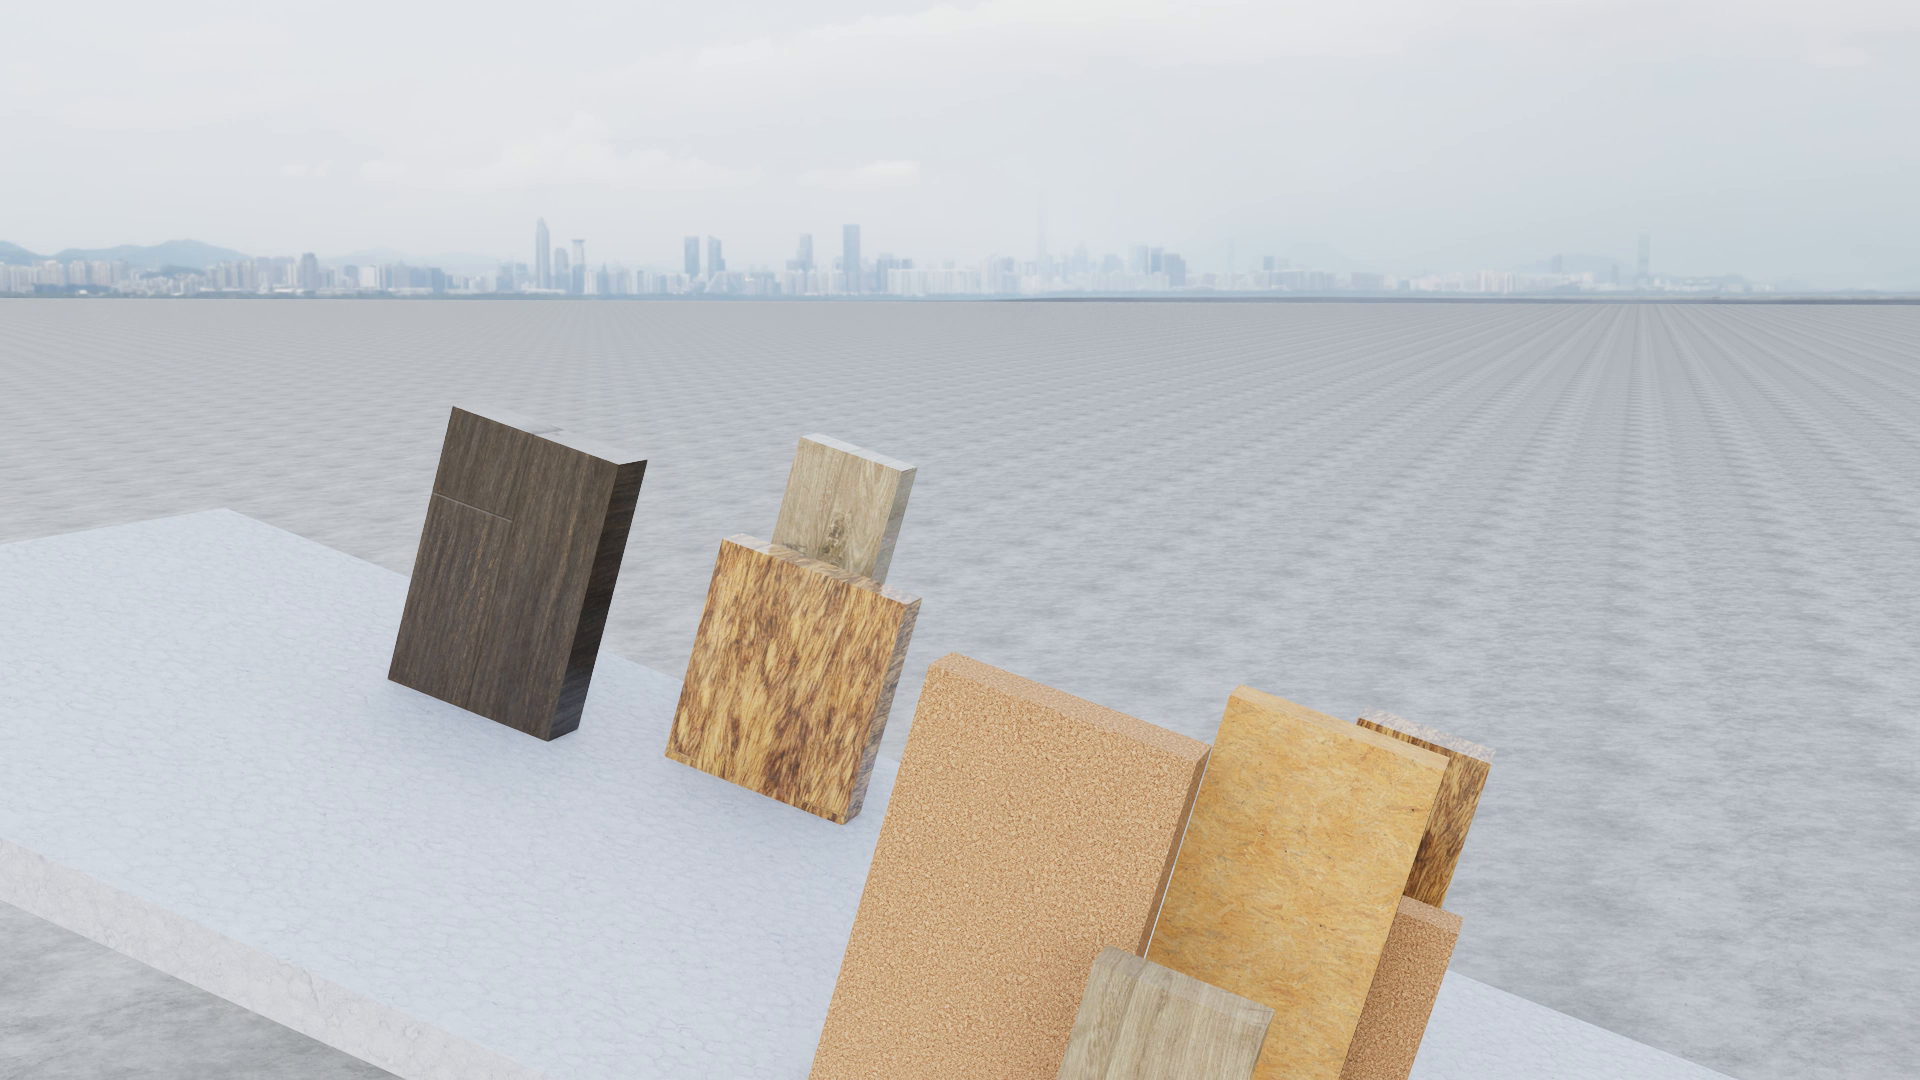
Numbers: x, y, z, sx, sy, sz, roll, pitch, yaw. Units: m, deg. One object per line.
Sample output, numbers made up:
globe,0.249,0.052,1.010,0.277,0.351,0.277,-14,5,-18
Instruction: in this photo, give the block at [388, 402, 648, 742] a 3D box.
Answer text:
block,-0.950,0.065,4.707,0.399,0.619,0.140,19,12,14

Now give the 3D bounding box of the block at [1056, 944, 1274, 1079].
block,0.251,0.837,3.111,0.251,0.456,0.087,19,12,14

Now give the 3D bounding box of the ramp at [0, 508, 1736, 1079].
ramp,-0.370,0.715,4.235,4.000,0.100,2.000,19,12,14

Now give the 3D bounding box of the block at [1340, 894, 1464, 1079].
block,0.657,0.814,3.848,0.312,0.431,0.104,19,12,14

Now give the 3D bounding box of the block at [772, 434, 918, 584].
block,-0.324,0.132,5.037,0.251,0.705,0.115,19,12,14

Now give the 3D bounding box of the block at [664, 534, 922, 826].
block,-0.361,0.296,4.723,0.430,0.502,0.110,19,12,14

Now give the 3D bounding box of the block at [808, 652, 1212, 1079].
block,0.068,0.587,3.375,0.427,0.721,0.119,19,12,14

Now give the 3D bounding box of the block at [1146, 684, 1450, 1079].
block,0.517,0.651,3.652,0.360,0.739,0.102,19,12,14

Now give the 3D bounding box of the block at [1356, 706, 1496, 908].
block,0.765,0.669,4.094,0.248,0.666,0.120,19,12,14
